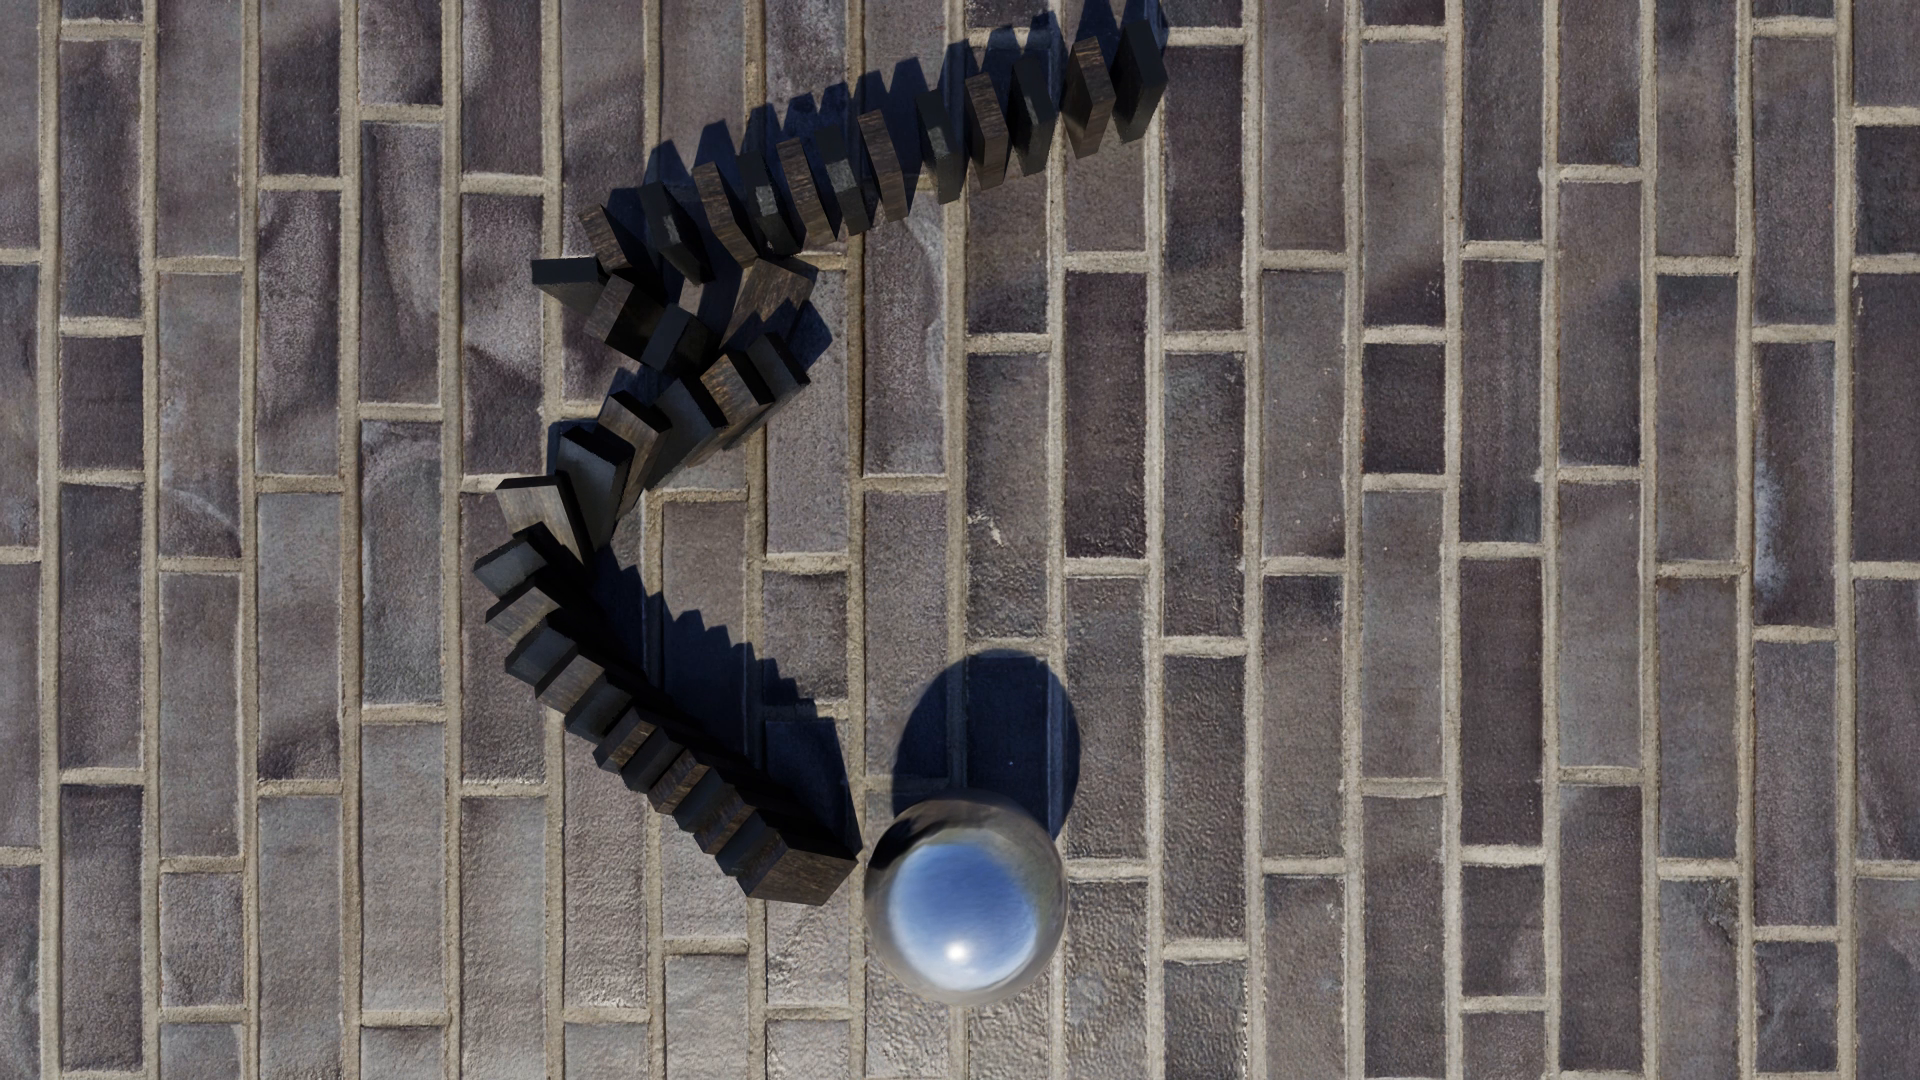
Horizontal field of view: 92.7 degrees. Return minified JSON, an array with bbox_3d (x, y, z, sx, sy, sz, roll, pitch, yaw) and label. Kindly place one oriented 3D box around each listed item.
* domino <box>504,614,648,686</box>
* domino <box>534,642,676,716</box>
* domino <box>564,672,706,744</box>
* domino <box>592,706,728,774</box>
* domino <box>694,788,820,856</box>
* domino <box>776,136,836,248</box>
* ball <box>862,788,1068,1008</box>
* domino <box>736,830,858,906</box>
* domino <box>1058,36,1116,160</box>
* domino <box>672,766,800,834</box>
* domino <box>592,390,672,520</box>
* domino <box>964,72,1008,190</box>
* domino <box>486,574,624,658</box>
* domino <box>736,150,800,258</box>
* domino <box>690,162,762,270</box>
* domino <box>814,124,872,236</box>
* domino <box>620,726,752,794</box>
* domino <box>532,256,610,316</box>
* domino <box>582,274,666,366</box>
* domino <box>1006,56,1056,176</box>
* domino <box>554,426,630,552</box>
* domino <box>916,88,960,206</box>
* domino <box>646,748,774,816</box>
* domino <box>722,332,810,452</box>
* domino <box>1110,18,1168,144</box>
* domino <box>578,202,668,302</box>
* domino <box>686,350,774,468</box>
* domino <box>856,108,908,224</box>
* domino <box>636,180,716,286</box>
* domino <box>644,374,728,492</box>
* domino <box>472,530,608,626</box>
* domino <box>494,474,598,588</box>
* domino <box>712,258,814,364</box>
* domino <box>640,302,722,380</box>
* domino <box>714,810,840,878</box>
[{"bbox_3d":[-0.159,0.055,0.381,0.025,0.009,0.050,-46,127,1],"label":"domino"},{"bbox_3d":[-0.147,0.066,0.381,0.025,0.010,0.050,-47,127,0],"label":"domino"},{"bbox_3d":[-0.135,0.077,0.381,0.025,0.009,0.050,-49,127,0],"label":"domino"},{"bbox_3d":[-0.122,0.088,0.378,0.025,0.050,0.010,-49,48,0],"label":"domino"},{"bbox_3d":[-0.083,0.119,0.377,0.025,0.050,0.009,-49,53,0],"label":"domino"},{"bbox_3d":[-0.062,-0.141,0.375,0.010,0.050,0.025,-18,90,0],"label":"domino"},{"bbox_3d":[0.002,0.139,0.360,0.080,0.080,0.080,0,90,0],"label":"ball"},{"bbox_3d":[-0.066,0.136,0.377,0.025,0.050,0.010,-50,53,0],"label":"domino"},{"bbox_3d":[0.051,-0.179,0.375,0.009,0.050,0.025,-18,90,0],"label":"domino"},{"bbox_3d":[-0.091,0.110,0.377,0.025,0.050,0.009,-49,53,0],"label":"domino"},{"bbox_3d":[-0.142,-0.035,0.383,0.025,0.009,0.050,38,120,0],"label":"domino"},{"bbox_3d":[0.010,-0.166,0.375,0.010,0.050,0.025,-19,90,0],"label":"domino"},{"bbox_3d":[-0.167,0.039,0.381,0.025,0.009,0.050,-37,127,1],"label":"domino"},{"bbox_3d":[-0.078,-0.136,0.375,0.010,0.050,0.025,-17,90,0],"label":"domino"},{"bbox_3d":[-0.094,-0.132,0.375,0.010,0.050,0.025,-19,90,0],"label":"domino"},{"bbox_3d":[-0.047,-0.146,0.375,0.009,0.050,0.025,-20,90,0],"label":"domino"},{"bbox_3d":[-0.111,0.096,0.378,0.025,0.050,0.009,-49,50,0],"label":"domino"},{"bbox_3d":[-0.151,-0.103,0.375,0.025,0.050,0.010,-3,90,0],"label":"domino"},{"bbox_3d":[-0.134,-0.089,0.375,0.010,0.050,0.025,28,90,0],"label":"domino"},{"bbox_3d":[0.029,-0.172,0.375,0.010,0.050,0.025,-18,90,0],"label":"domino"},{"bbox_3d":[-0.155,-0.020,0.381,0.025,0.009,0.050,30,127,0],"label":"domino"},{"bbox_3d":[-0.009,-0.159,0.375,0.010,0.050,0.025,-19,90,0],"label":"domino"},{"bbox_3d":[-0.101,0.103,0.377,0.025,0.050,0.009,-49,52,0],"label":"domino"},{"bbox_3d":[-0.088,-0.062,0.384,0.050,0.010,0.025,-34,90,29],"label":"domino"},{"bbox_3d":[0.071,-0.186,0.375,0.010,0.050,0.025,-19,90,0],"label":"domino"},{"bbox_3d":[-0.137,-0.116,0.375,0.010,0.050,0.025,-26,90,0],"label":"domino"},{"bbox_3d":[-0.103,-0.054,0.381,0.050,0.009,0.025,-33,91,31],"label":"domino"},{"bbox_3d":[-0.031,-0.152,0.375,0.009,0.050,0.025,-19,90,0],"label":"domino"},{"bbox_3d":[-0.115,-0.124,0.375,0.009,0.050,0.025,-19,90,0],"label":"domino"},{"bbox_3d":[-0.121,-0.044,0.383,0.050,0.010,0.025,-34,90,31],"label":"domino"},{"bbox_3d":[-0.174,0.022,0.382,0.025,0.009,0.050,-30,124,0],"label":"domino"},{"bbox_3d":[-0.172,-0.002,0.383,0.025,0.010,0.050,-4,122,1],"label":"domino"},{"bbox_3d":[-0.085,-0.093,0.395,0.025,0.010,0.050,23,90,0],"label":"domino"},{"bbox_3d":[-0.112,-0.078,0.375,0.010,0.050,0.025,28,90,0],"label":"domino"},{"bbox_3d":[-0.074,0.128,0.377,0.025,0.050,0.009,-50,53,0],"label":"domino"}]
